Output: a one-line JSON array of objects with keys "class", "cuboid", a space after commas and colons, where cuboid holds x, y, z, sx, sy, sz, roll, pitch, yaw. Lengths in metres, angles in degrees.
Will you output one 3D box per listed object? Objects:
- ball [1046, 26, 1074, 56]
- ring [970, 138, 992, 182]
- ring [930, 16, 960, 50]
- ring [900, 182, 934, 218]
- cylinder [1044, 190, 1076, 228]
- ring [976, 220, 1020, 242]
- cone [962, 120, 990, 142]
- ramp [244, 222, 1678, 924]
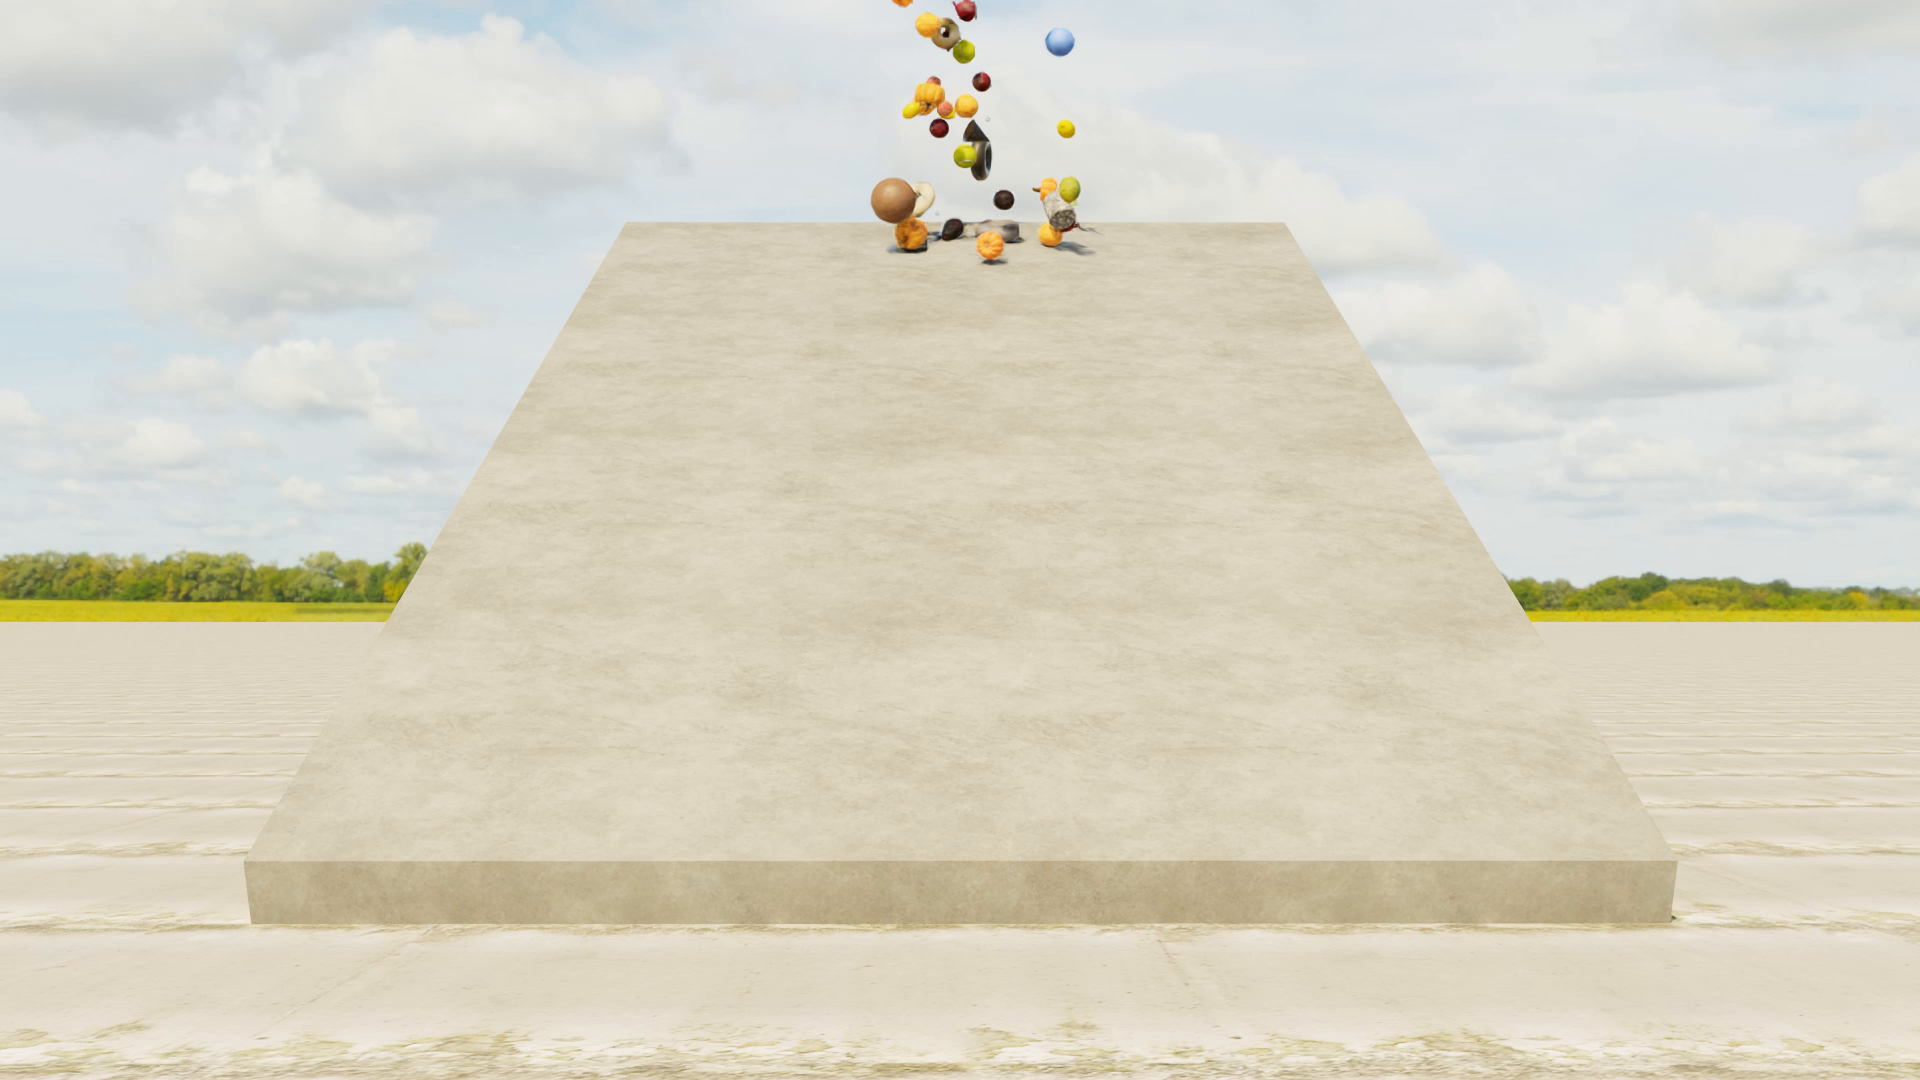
[{"class": "ball", "cuboid": [0.292, -1.455, 6.650, 0.085, 0.085, 0.085, 0, -2, 0]}, {"class": "ring", "cuboid": [0.063, -1.150, 6.849, 0.047, 0.141, 0.141, 4, -1, 13]}, {"class": "ring", "cuboid": [-0.045, -1.515, 6.808, 0.099, 0.099, 0.033, 1, -3, -28]}, {"class": "ring", "cuboid": [-0.125, -0.992, 6.641, 0.122, 0.122, 0.041, -2, -27, 41]}, {"class": "cylinder", "cuboid": [0.287, -0.947, 6.524, 0.078, 0.078, 0.078, -10, -34, -7]}, {"class": "ring", "cuboid": [0.111, -0.909, 6.690, 0.133, 0.044, 0.133, -3, 25, 1]}, {"class": "cone", "cuboid": [0.057, -1.179, 6.645, 0.074, 0.074, 0.074, 23, -9, -19]}, {"class": "ramp", "cuboid": [-0.005, -0.212, 5.063, 2.000, 0.100, 4.000, 0, 21, 0]}]
